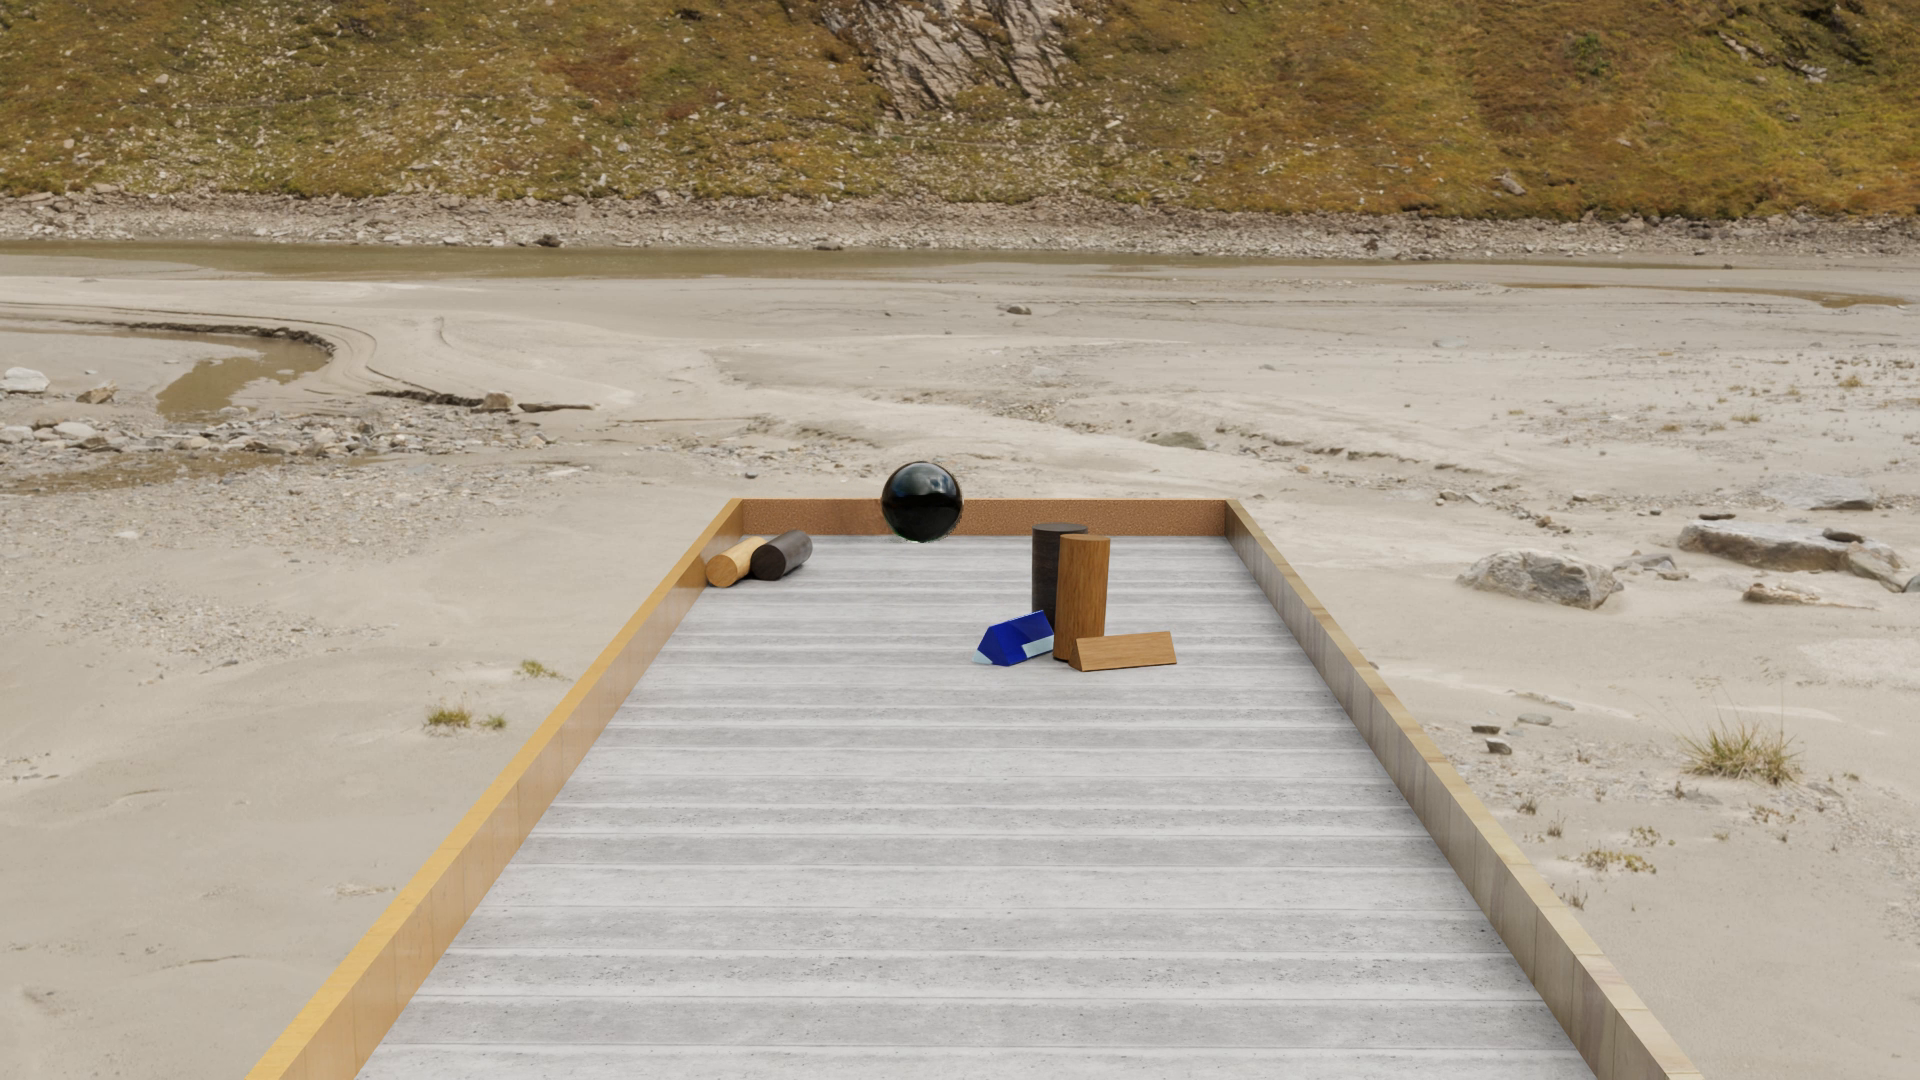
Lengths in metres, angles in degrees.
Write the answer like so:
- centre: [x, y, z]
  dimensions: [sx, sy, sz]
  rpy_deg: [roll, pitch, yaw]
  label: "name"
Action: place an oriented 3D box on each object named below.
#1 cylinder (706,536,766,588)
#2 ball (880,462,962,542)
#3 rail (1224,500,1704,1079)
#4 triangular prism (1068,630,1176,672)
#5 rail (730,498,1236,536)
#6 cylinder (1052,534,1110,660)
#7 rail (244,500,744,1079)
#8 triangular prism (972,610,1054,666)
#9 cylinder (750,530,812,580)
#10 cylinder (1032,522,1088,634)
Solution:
- centre: [-0.817, 0.078, 8.133]
  dimensions: [0.120, 0.120, 0.438]
  rpy_deg: [2, 9, 11]
  label: "cylinder"
- centre: [-0.157, -0.155, 8.934]
  dimensions: [0.330, 0.330, 0.330]
  rpy_deg: [0, 9, 0]
  label: "ball"
- centre: [1.046, 0.843, 3.208]
  dimensions: [0.050, 0.150, 12.000]
  rpy_deg: [0, 9, 1]
  label: "rail"
- centre: [0.491, 0.329, 6.625]
  dimensions: [0.313, 0.091, 0.105]
  rpy_deg: [-4, 10, -21]
  label: "triangular prism"
- centre: [0.099, -0.098, 9.147]
  dimensions: [2.100, 0.150, 0.050]
  rpy_deg: [0, 9, 1]
  label: "rail"
- centre: [0.370, 0.174, 6.702]
  dimensions: [0.153, 0.369, 0.153]
  rpy_deg: [3, 7, 0]
  label: "cylinder"
- centre: [-1.004, 0.839, 3.234]
  dimensions: [0.050, 0.150, 12.000]
  rpy_deg: [0, 9, 1]
  label: "rail"
- centre: [0.174, 0.296, 6.757]
  dimensions: [0.133, 0.115, 0.303]
  rpy_deg: [5, 10, 33]
  label: "triangular prism"
- centre: [-0.666, 0.055, 8.233]
  dimensions: [0.135, 0.135, 0.371]
  rpy_deg: [2, 9, 12]
  label: "cylinder"
- centre: [0.318, 0.134, 7.028]
  dimensions: [0.178, 0.356, 0.178]
  rpy_deg: [0, 9, 0]
  label: "cylinder"
